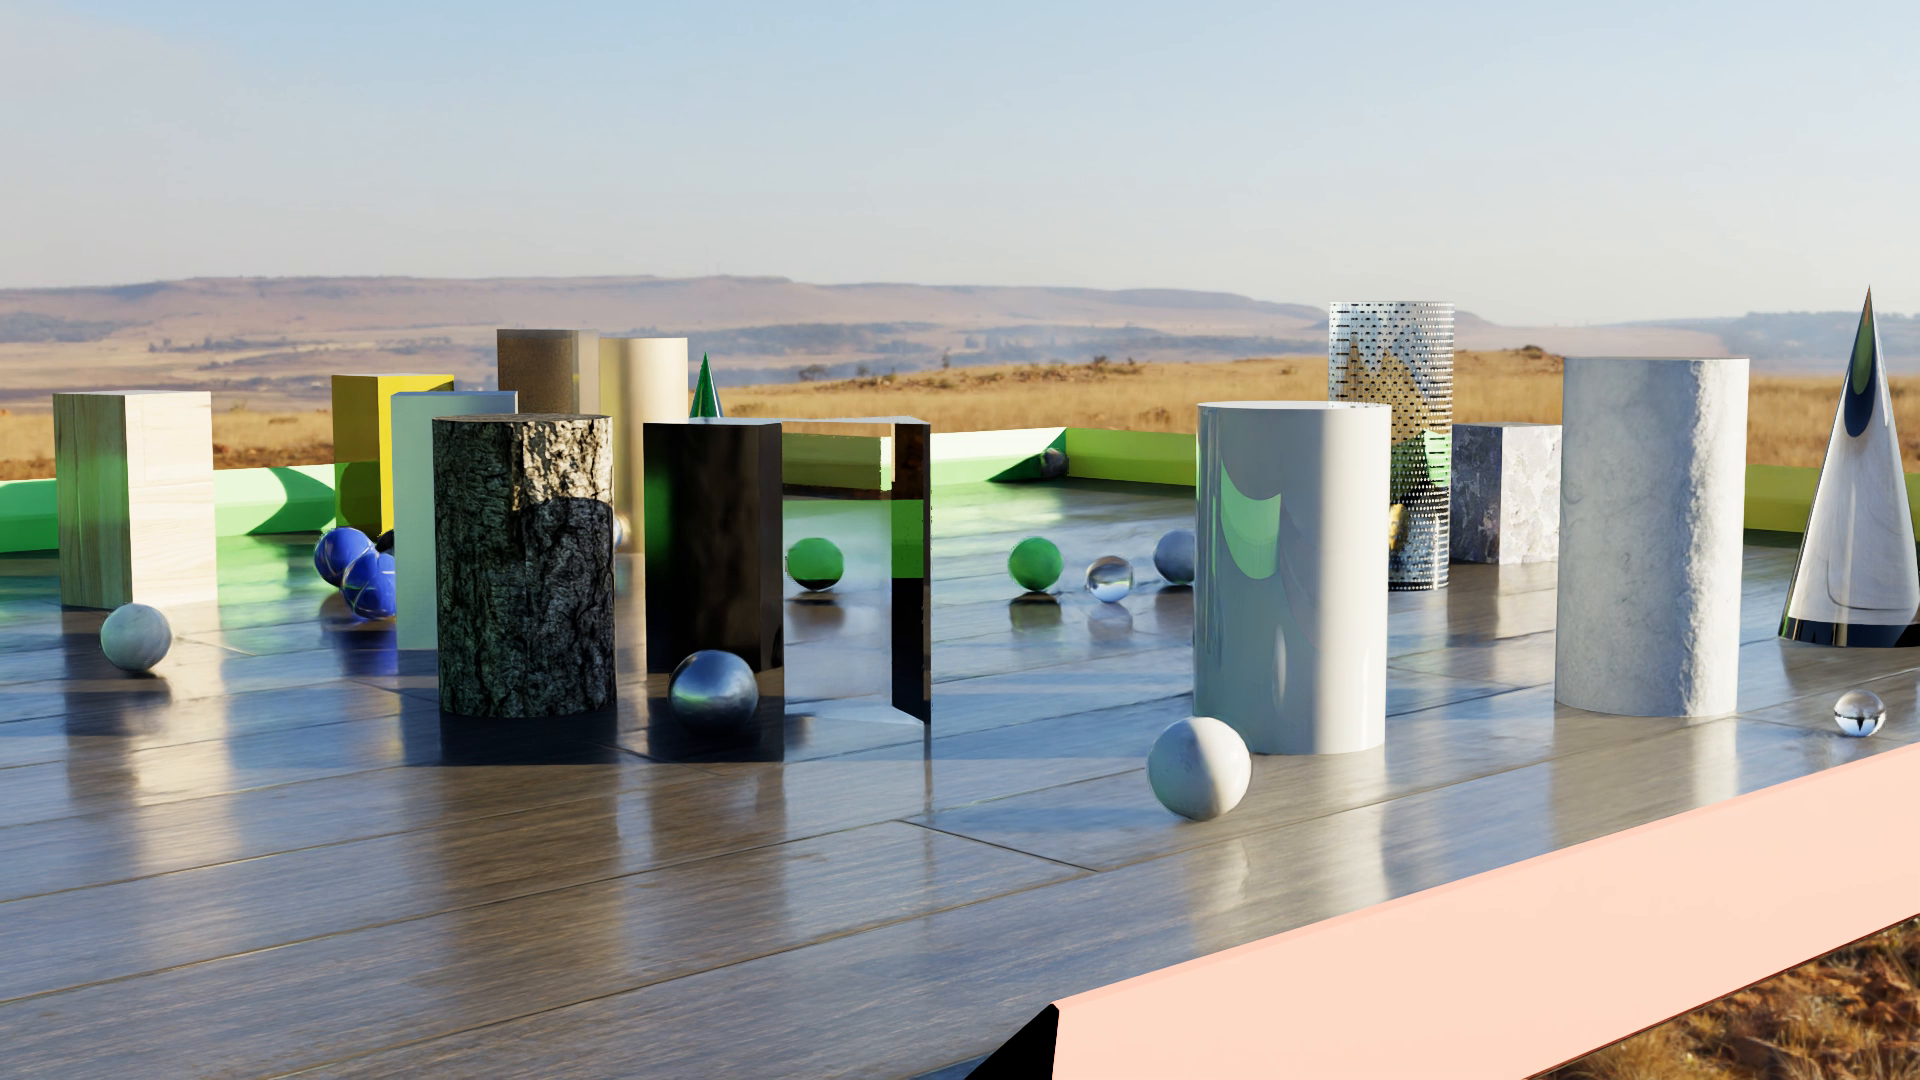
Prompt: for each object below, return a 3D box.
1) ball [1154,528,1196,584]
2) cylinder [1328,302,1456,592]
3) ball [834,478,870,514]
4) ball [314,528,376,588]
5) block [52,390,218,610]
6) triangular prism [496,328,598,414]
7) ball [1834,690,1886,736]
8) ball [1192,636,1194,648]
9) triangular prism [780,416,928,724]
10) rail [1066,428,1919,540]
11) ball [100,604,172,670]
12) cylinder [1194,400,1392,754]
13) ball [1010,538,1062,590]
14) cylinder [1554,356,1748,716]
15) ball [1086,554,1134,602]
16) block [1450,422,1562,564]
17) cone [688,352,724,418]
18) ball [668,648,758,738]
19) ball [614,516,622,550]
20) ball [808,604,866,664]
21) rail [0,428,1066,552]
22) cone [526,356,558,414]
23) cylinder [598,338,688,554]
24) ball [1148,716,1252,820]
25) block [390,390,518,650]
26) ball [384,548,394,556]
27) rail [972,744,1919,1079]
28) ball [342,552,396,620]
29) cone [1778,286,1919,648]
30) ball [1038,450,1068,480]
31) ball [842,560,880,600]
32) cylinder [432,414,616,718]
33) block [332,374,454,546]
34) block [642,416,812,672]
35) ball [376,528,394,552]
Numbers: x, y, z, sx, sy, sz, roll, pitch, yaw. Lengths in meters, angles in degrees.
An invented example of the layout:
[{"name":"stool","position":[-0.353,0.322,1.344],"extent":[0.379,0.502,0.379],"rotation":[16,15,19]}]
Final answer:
[{"name":"ball","position":[0.362,0.027,3.592],"extent":[0.091,0.091,0.091],"rotation":[0,6,0]},{"name":"cylinder","position":[0.698,-0.157,3.577],"extent":[0.200,0.460,0.200],"rotation":[0,6,0]},{"name":"ball","position":[-0.240,-0.099,4.858],"extent":[0.080,0.080,0.080],"rotation":[0,6,0]},{"name":"ball","position":[-0.989,0.029,3.540],"extent":[0.098,0.098,0.098],"rotation":[0,6,0]},{"name":"block","position":[-1.261,-0.065,3.367],"extent":[0.160,0.321,0.160],"rotation":[3,7,29]},{"name":"triangular prism","position":[-0.655,-0.146,3.688],"extent":[0.173,0.415,0.150],"rotation":[4,7,32]},{"name":"ball","position":[0.945,0.182,2.309],"extent":[0.049,0.049,0.049],"rotation":[0,6,0]},{"name":"ball","position":[0.327,0.124,2.674],"extent":[0.089,0.089,0.089],"rotation":[0,6,0]},{"name":"triangular prism","position":[-0.089,0.028,2.458],"extent":[0.173,0.325,0.150],"rotation":[2,6,21]},{"name":"rail","position":[1.455,-0.105,4.667],"extent":[0.045,0.130,3.498],"rotation":[-5,8,-42]},{"name":"ball","position":[-1.024,0.120,2.736],"extent":[0.084,0.084,0.084],"rotation":[0,6,0]},{"name":"cylinder","position":[0.345,0.033,2.295],"extent":[0.200,0.348,0.200],"rotation":[0,6,0]},{"name":"ball","position":[0.121,0.039,3.509],"extent":[0.086,0.086,0.086],"rotation":[0,6,0]},{"name":"cylinder","position":[0.784,-0.010,2.500],"extent":[0.200,0.392,0.200],"rotation":[0,6,0]},{"name":"ball","position":[0.230,0.059,3.371],"extent":[0.074,0.074,0.074],"rotation":[0,6,0]},{"name":"block","position":[0.983,-0.088,3.973],"extent":[0.160,0.242,0.160],"rotation":[-3,7,-29]},{"name":"cone","position":[-0.440,-0.142,3.829],"extent":[0.200,0.379,0.200],"rotation":[0,6,0]},{"name":"ball","position":[-0.258,0.160,2.301],"extent":[0.094,0.094,0.094],"rotation":[0,6,0]},{"name":"ball","position":[-0.659,-0.013,4.017],"extent":[0.084,0.084,0.084],"rotation":[0,6,0]},{"name":"ball","position":[-0.156,0.119,2.785],"extent":[0.074,0.074,0.074],"rotation":[0,6,0]},{"name":"rail","position":[-1.170,-0.097,4.593],"extent":[4.007,0.130,0.045],"rotation":[-5,8,-42]},{"name":"cone","position":[-0.846,-0.196,4.454],"extent":[0.200,0.357,0.200],"rotation":[0,6,0]},{"name":"cylinder","position":[-0.611,-0.182,4.134],"extent":[0.200,0.395,0.200],"rotation":[0,6,0]},{"name":"ball","position":[0.210,0.200,1.930],"extent":[0.091,0.091,0.091],"rotation":[0,6,0]},{"name":"block","position":[-0.679,-0.032,2.980],"extent":[0.160,0.334,0.160],"rotation":[-1,6,-10]},{"name":"ball","position":[-0.919,0.044,3.579],"extent":[0.061,0.061,0.061],"rotation":[0,6,0]},{"name":"rail","position":[1.170,0.165,2.071],"extent":[4.007,0.130,0.045],"rotation":[-5,8,-42]},{"name":"ball","position":[-0.844,0.067,3.180],"extent":[0.098,0.098,0.098],"rotation":[0,6,0]},{"name":"cone","position":[1.228,-0.107,2.993],"extent":[0.200,0.482,0.200],"rotation":[0,6,0]},{"name":"ball","position":[0.245,-0.199,5.817],"extent":[0.081,0.081,0.081],"rotation":[0,6,0]},{"name":"ball","position":[-0.153,0.062,3.405],"extent":[0.061,0.061,0.061],"rotation":[0,6,0]},{"name":"cylinder","position":[-0.494,0.023,2.500],"extent":[0.200,0.325,0.200],"rotation":[0,6,0]},{"name":"block","position":[-1.055,-0.144,4.103],"extent":[0.160,0.327,0.160],"rotation":[6,8,43]},{"name":"block","position":[-0.293,0.001,2.805],"extent":[0.160,0.306,0.160],"rotation":[2,6,20]},{"name":"ball","position":[-0.941,0.021,3.693],"extent":[0.082,0.082,0.082],"rotation":[0,6,0]}]
